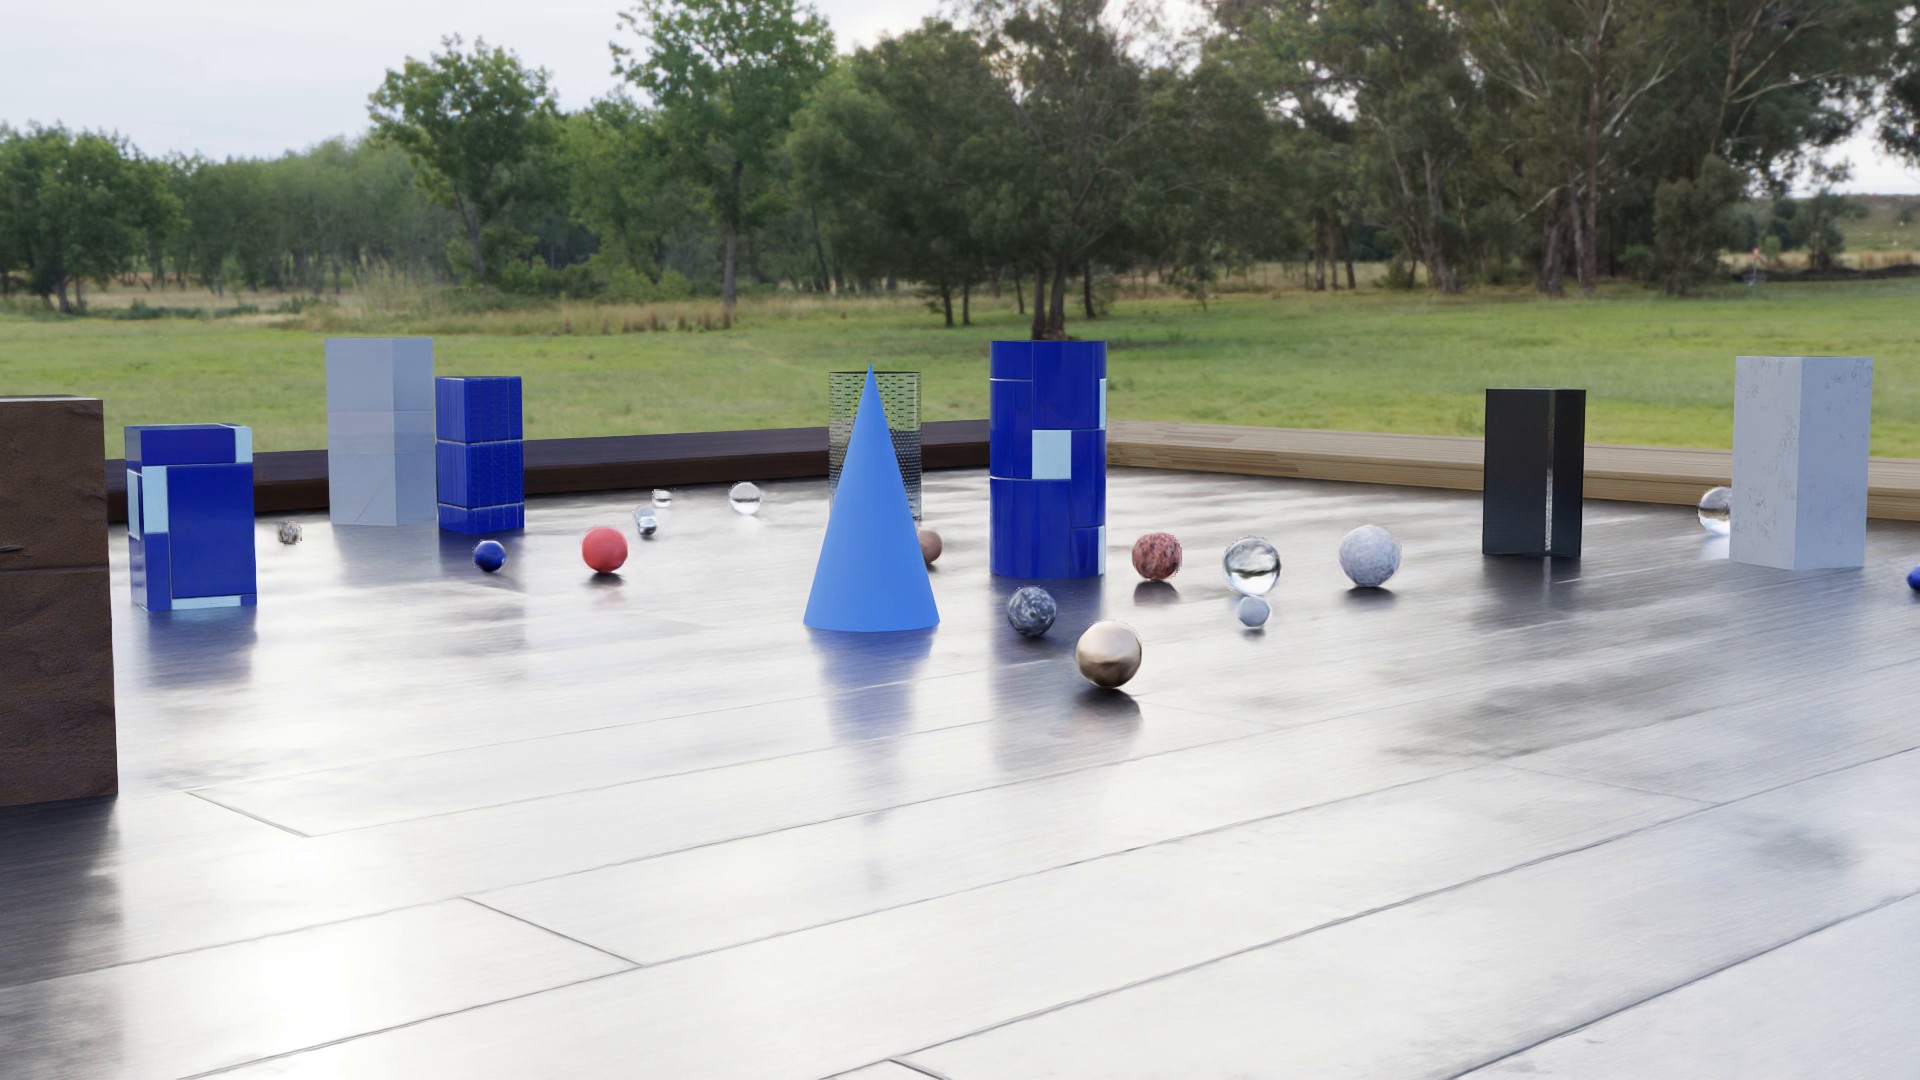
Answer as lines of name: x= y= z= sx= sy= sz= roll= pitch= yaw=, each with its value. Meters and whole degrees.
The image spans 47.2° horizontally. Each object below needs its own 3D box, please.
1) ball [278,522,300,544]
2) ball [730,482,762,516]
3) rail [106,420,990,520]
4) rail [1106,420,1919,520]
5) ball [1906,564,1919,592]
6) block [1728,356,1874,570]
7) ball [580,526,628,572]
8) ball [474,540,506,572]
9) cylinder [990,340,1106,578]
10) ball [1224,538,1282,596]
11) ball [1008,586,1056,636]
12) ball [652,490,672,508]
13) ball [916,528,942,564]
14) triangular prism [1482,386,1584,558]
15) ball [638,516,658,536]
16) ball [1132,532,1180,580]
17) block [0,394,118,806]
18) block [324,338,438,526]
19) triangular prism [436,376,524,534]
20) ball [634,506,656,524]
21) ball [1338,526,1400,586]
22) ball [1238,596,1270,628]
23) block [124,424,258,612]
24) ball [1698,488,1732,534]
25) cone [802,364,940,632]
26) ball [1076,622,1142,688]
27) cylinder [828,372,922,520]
ball: x=-1.280 y=-0.012 z=4.192 sx=0.043 sy=0.043 sz=0.043 roll=0 pitch=6 yaw=0
ball: x=-0.469 y=-0.090 z=4.806 sx=0.071 sy=0.071 sz=0.071 roll=0 pitch=6 yaw=0
rail: x=-1.487 y=-0.134 z=4.935 sx=4.824 sy=0.129 sz=0.045 roll=-5 pitch=8 yaw=-42
rail: x=1.755 y=-0.134 z=4.943 sx=0.045 sy=0.129 sz=4.433 roll=-5 pitch=8 yaw=-42
ball: x=1.525 y=0.061 z=3.487 sx=0.044 sy=0.044 sz=0.044 roll=0 pitch=6 yaw=0
block: x=1.478 y=-0.140 z=3.870 sx=0.159 sy=0.365 sz=0.159 roll=-2 pitch=6 yaw=-23
ball: x=-0.605 y=0.016 z=3.748 sx=0.080 sy=0.080 sz=0.080 roll=0 pitch=6 yaw=0
ball: x=-0.803 y=0.028 z=3.755 sx=0.055 sy=0.055 sz=0.055 roll=0 pitch=6 yaw=0
cylinder: x=0.150 y=-0.141 z=3.743 sx=0.198 sy=0.393 sz=0.198 roll=0 pitch=6 yaw=0
ball: x=0.459 y=0.041 z=3.452 sx=0.091 sy=0.091 sz=0.091 roll=0 pitch=6 yaw=0
ball: x=0.098 y=0.098 z=3.016 sx=0.068 sy=0.068 sz=0.068 roll=0 pitch=6 yaw=0
ball: x=-0.676 y=-0.094 z=4.989 sx=0.041 sy=0.041 sz=0.041 roll=0 pitch=6 yaw=0
ball: x=-0.062 y=0.011 z=3.888 sx=0.061 sy=0.061 sz=0.061 roll=0 pitch=6 yaw=0
triangular prism: x=1.063 y=-0.130 z=4.068 sx=0.172 sy=0.303 sz=0.149 roll=2 pitch=6 yaw=16
ball: x=-0.618 y=-0.027 z=4.347 sx=0.041 sy=0.041 sz=0.041 roll=0 pitch=6 yaw=0
ball: x=0.324 y=0.027 z=3.639 sx=0.081 sy=0.081 sz=0.081 roll=0 pitch=6 yaw=0
block: x=-0.888 y=0.051 z=2.041 sx=0.159 sy=0.364 sz=0.159 roll=-4 pitch=7 yaw=-32
block: x=-1.220 y=-0.232 z=4.641 sx=0.159 sy=0.388 sz=0.159 roll=2 pitch=6 yaw=18
triangular prism: x=-0.964 y=-0.178 z=4.490 sx=0.149 sy=0.311 sz=0.172 roll=-4 pitch=7 yaw=-33
ball: x=-0.646 y=-0.047 z=4.514 sx=0.046 sy=0.046 sz=0.046 roll=0 pitch=6 yaw=0
ball: x=0.663 y=0.026 z=3.562 sx=0.099 sy=0.099 sz=0.099 roll=0 pitch=6 yaw=0
ball: x=0.414 y=0.101 z=3.101 sx=0.045 sy=0.045 sz=0.045 roll=0 pitch=6 yaw=0
block: x=-1.176 y=-0.039 z=3.361 sx=0.159 sy=0.269 sz=0.159 roll=-3 pitch=7 yaw=-29
ball: x=1.520 y=-0.057 z=4.380 sx=0.095 sy=0.095 sz=0.095 roll=0 pitch=6 yaw=0
cone: x=-0.127 y=-0.068 z=3.142 sx=0.198 sy=0.372 sz=0.198 roll=0 pitch=6 yaw=0
ball: x=0.177 y=0.136 z=2.604 sx=0.079 sy=0.079 sz=0.079 roll=0 pitch=6 yaw=0
cylinder: x=-0.182 y=-0.202 z=4.707 sx=0.198 sy=0.313 sz=0.198 roll=0 pitch=6 yaw=0
